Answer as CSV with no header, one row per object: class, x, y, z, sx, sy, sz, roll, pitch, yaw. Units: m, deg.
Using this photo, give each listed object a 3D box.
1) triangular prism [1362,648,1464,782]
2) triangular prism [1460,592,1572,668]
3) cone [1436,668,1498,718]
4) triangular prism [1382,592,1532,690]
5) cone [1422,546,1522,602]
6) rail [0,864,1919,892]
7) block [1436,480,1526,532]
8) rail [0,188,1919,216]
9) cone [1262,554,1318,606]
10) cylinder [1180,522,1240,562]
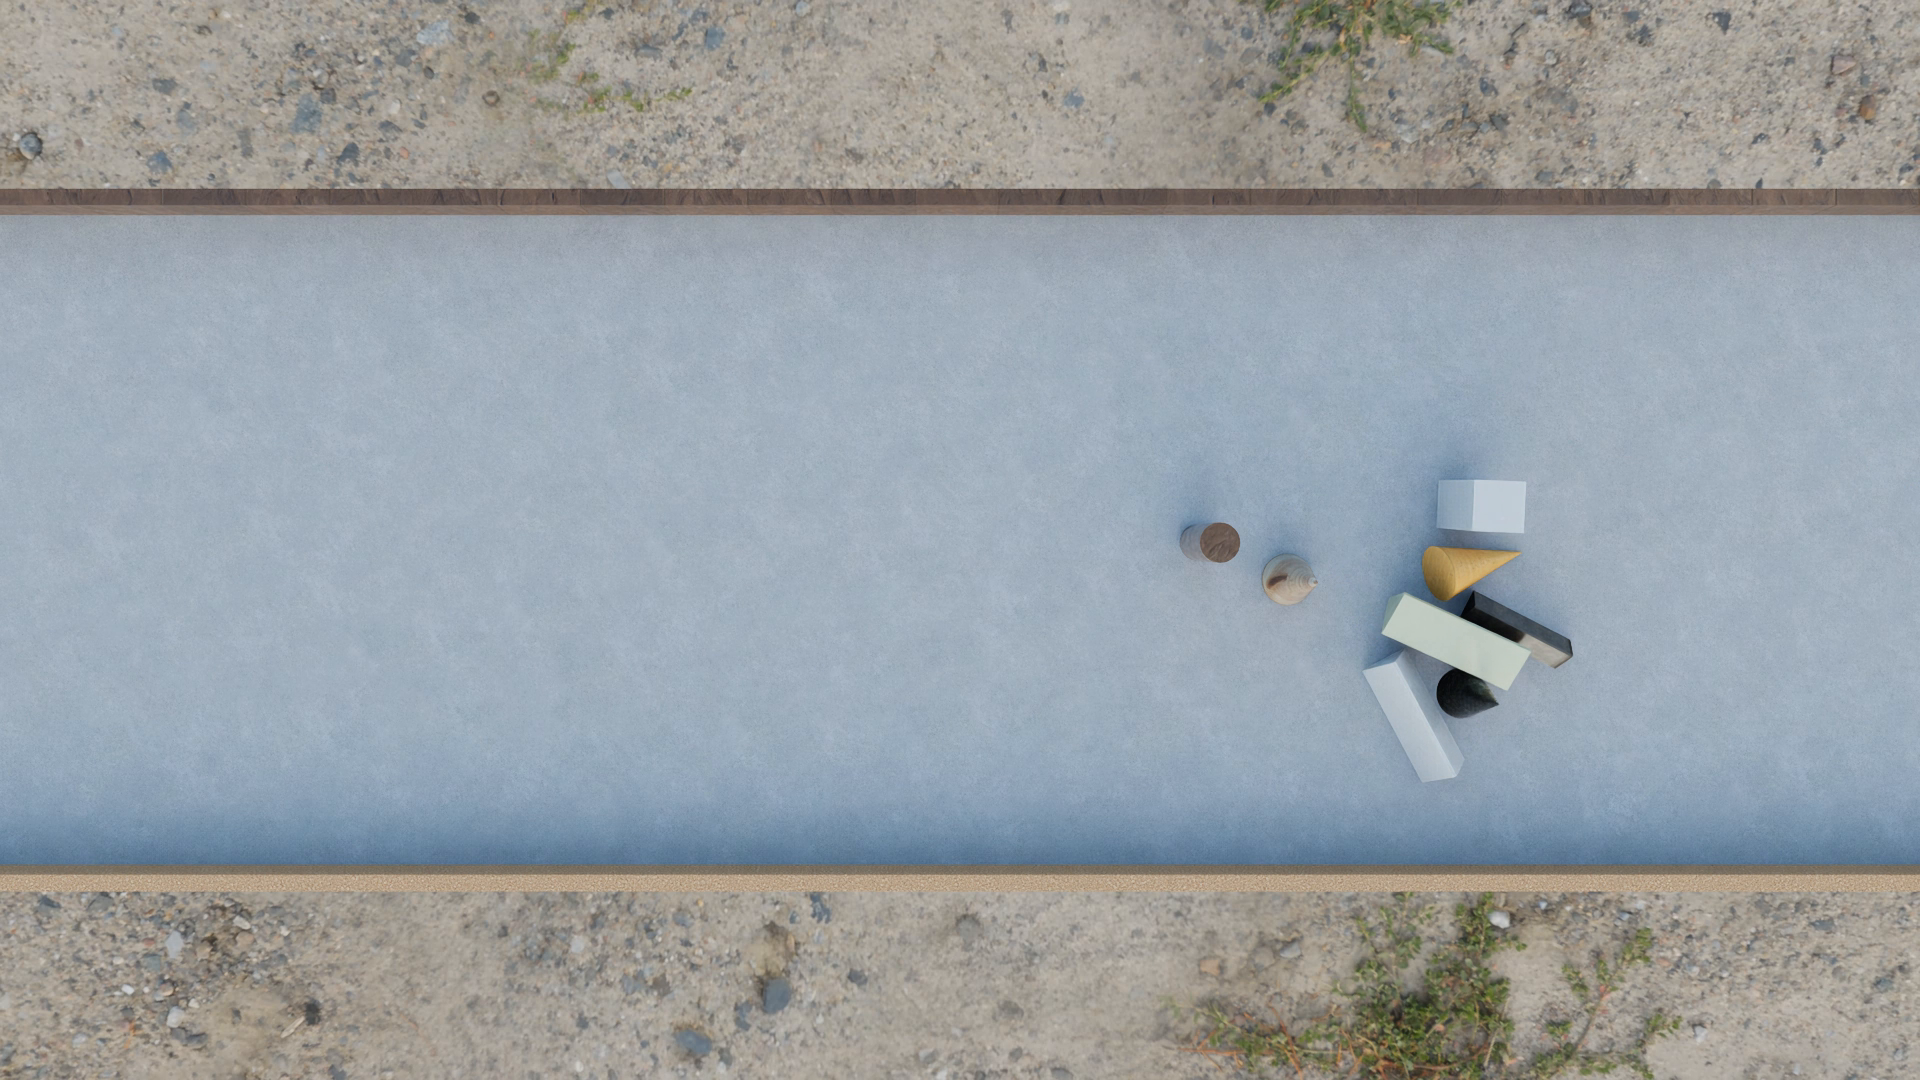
triangular prism,1.394,0.538,5.009,0.147,0.127,0.390,-28,90,0
triangular prism,1.706,0.276,5.031,0.333,0.086,0.099,27,90,0
cone,1.545,0.471,4.899,0.157,0.355,0.157,0,90,0
triangular prism,1.503,0.281,4.980,0.416,0.127,0.147,24,51,0
cone,1.592,0.069,5.035,0.304,0.171,0.171,-13,90,-16
rail,-2.247,1.025,5.001,12.000,0.150,0.050,0,90,0
block,1.538,-0.102,4.884,0.146,0.379,0.146,2,92,1
rail,-2.247,-1.025,5.002,12.000,0.150,0.050,0,90,0
cone,1.008,0.121,4.858,0.160,0.438,0.160,0,90,0
cylinder,0.733,0.008,4.863,0.114,0.428,0.114,0,90,0
